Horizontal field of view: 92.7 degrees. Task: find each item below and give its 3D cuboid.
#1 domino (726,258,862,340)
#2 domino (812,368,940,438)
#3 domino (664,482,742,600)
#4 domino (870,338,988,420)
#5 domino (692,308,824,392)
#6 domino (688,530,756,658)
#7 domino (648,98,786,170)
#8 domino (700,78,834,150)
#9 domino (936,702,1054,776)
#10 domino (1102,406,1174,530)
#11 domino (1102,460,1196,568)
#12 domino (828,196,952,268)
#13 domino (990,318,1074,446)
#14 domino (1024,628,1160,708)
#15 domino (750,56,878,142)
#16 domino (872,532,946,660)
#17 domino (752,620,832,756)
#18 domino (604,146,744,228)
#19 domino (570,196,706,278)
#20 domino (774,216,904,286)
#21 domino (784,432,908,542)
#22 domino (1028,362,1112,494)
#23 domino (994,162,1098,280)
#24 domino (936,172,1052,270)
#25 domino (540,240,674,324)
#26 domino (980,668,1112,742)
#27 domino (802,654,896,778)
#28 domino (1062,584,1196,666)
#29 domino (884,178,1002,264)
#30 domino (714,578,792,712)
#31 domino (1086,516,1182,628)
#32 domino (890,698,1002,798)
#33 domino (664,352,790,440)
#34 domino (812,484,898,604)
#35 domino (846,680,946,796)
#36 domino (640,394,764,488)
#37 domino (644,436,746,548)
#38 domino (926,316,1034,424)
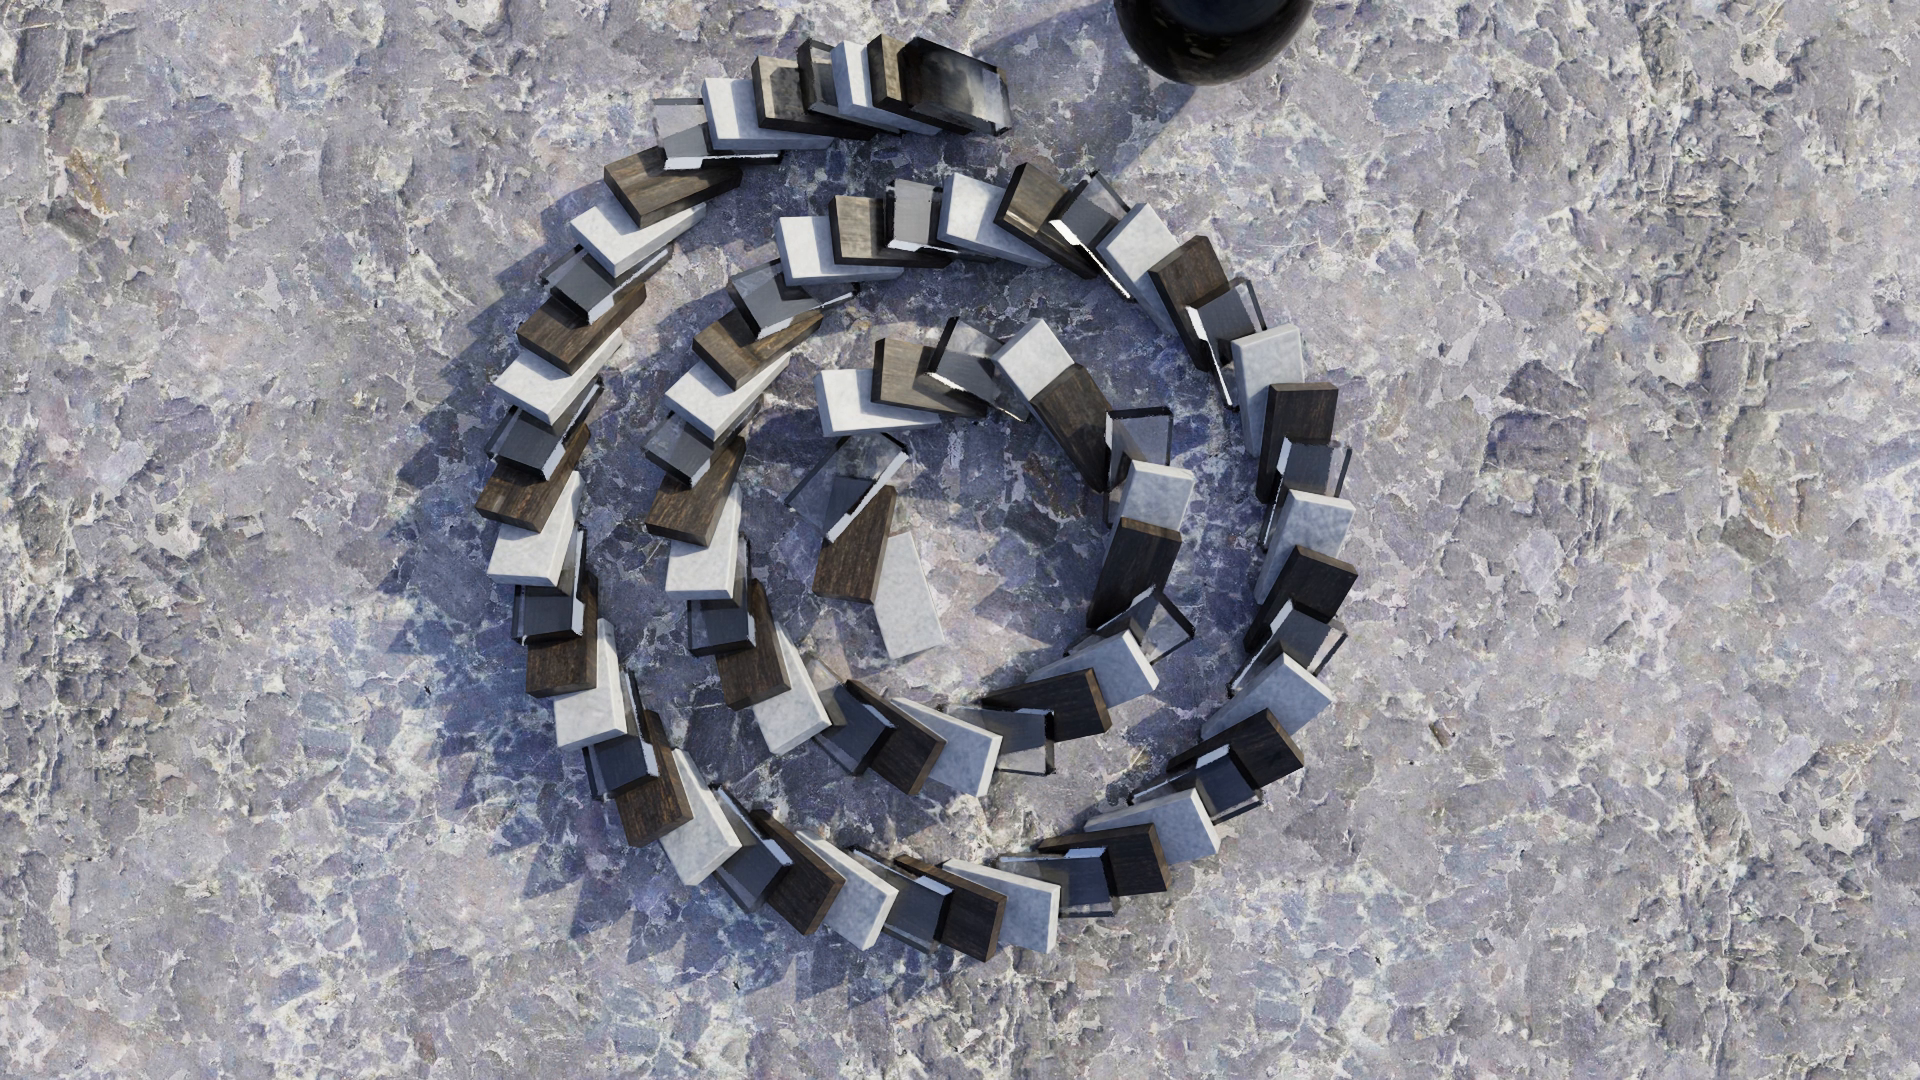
[{"bbox_3d":[-0.069,-0.106,0.384,0.050,0.009,0.025,-32,90,-28],"label":"domino"},{"bbox_3d":[-0.034,-0.058,0.382,0.050,0.010,0.025,-9,85,-32],"label":"domino"},{"bbox_3d":[-0.107,0.000,0.384,0.025,0.009,0.050,-1,63,0],"label":"domino"},{"bbox_3d":[-0.012,-0.067,0.383,0.050,0.010,0.025,5,89,-30],"label":"domino"},{"bbox_3d":[-0.084,-0.087,0.385,0.025,0.010,0.050,45,63,0],"label":"domino"},{"bbox_3d":[-0.101,0.022,0.385,0.025,0.010,0.050,-10,63,0],"label":"domino"},{"bbox_3d":[-0.101,-0.171,0.385,0.050,0.009,0.025,-14,89,-26],"label":"domino"},{"bbox_3d":[-0.080,-0.178,0.385,0.050,0.009,0.025,-12,90,-26],"label":"domino"},{"bbox_3d":[0.014,0.083,0.384,0.050,0.010,0.025,-1,90,28],"label":"domino"},{"bbox_3d":[0.074,-0.030,0.383,0.025,0.009,0.050,-5,120,-4],"label":"domino"},{"bbox_3d":[0.078,-0.007,0.383,0.025,0.010,0.050,9,118,-4],"label":"domino"},{"bbox_3d":[-0.029,-0.129,0.384,0.050,0.010,0.025,-6,90,-27],"label":"domino"},{"bbox_3d":[0.038,-0.065,0.384,0.025,0.009,0.050,-43,116,-2],"label":"domino"},{"bbox_3d":[0.055,0.059,0.383,0.050,0.010,0.025,-30,92,30],"label":"domino"},{"bbox_3d":[-0.060,-0.184,0.383,0.050,0.010,0.025,-7,90,-31],"label":"domino"},{"bbox_3d":[-0.026,0.024,0.395,0.025,0.010,0.050,-18,90,0],"label":"domino"},{"bbox_3d":[-0.076,0.062,0.384,0.025,0.010,0.050,-32,62,0],"label":"domino"},{"bbox_3d":[-0.120,-0.152,0.384,0.050,0.010,0.025,-37,90,-27],"label":"domino"},{"bbox_3d":[-0.134,-0.134,0.385,0.025,0.010,0.050,44,64,0],"label":"domino"},{"bbox_3d":[-0.050,-0.122,0.384,0.050,0.010,0.025,-12,90,-27],"label":"domino"},{"bbox_3d":[-0.047,-0.026,0.385,0.025,0.010,0.050,35,74,18],"label":"domino"},{"bbox_3d":[0.054,-0.047,0.385,0.025,0.010,0.050,-40,116,0],"label":"domino"},{"bbox_3d":[0.041,-0.133,0.384,0.050,0.009,0.025,23,90,-27],"label":"domino"},{"bbox_3d":[0.016,-0.133,0.385,0.050,0.010,0.025,7,90,-27],"label":"domino"},{"bbox_3d":[-0.147,-0.116,0.385,0.025,0.010,0.050,38,64,0],"label":"domino"},{"bbox_3d":[0.036,0.072,0.384,0.050,0.009,0.025,-19,90,29],"label":"domino"},{"bbox_3d":[-0.053,0.073,0.384,0.050,0.009,0.025,36,90,28],"label":"domino"},{"bbox_3d":[0.070,0.043,0.382,0.025,0.010,0.050,48,121,-3],"label":"domino"},{"bbox_3d":[-0.006,-0.133,0.385,0.050,0.010,0.025,1,90,-27],"label":"domino"},{"bbox_3d":[-0.090,0.043,0.384,0.025,0.009,0.050,-22,63,0],"label":"domino"},{"bbox_3d":[0.072,0.017,0.384,0.025,0.010,0.050,15,118,0],"label":"domino"},{"bbox_3d":[-0.009,0.086,0.384,0.050,0.009,0.025,16,90,28],"label":"domino"},{"bbox_3d":[-0.097,-0.068,0.385,0.025,0.010,0.050,36,63,0],"label":"domino"},{"bbox_3d":[-0.044,0.000,0.387,0.025,0.009,0.050,8,73,8],"label":"domino"},{"bbox_3d":[-0.033,0.082,0.384,0.050,0.010,0.025,29,90,27],"label":"domino"},{"bbox_3d":[-0.107,-0.049,0.385,0.025,0.009,0.050,33,63,0],"label":"domino"},{"bbox_3d":[-0.110,-0.023,0.384,0.025,0.010,0.050,13,62,0],"label":"domino"},{"bbox_3d":[0.013,-0.070,0.384,0.050,0.009,0.025,24,89,-28],"label":"domino"}]
